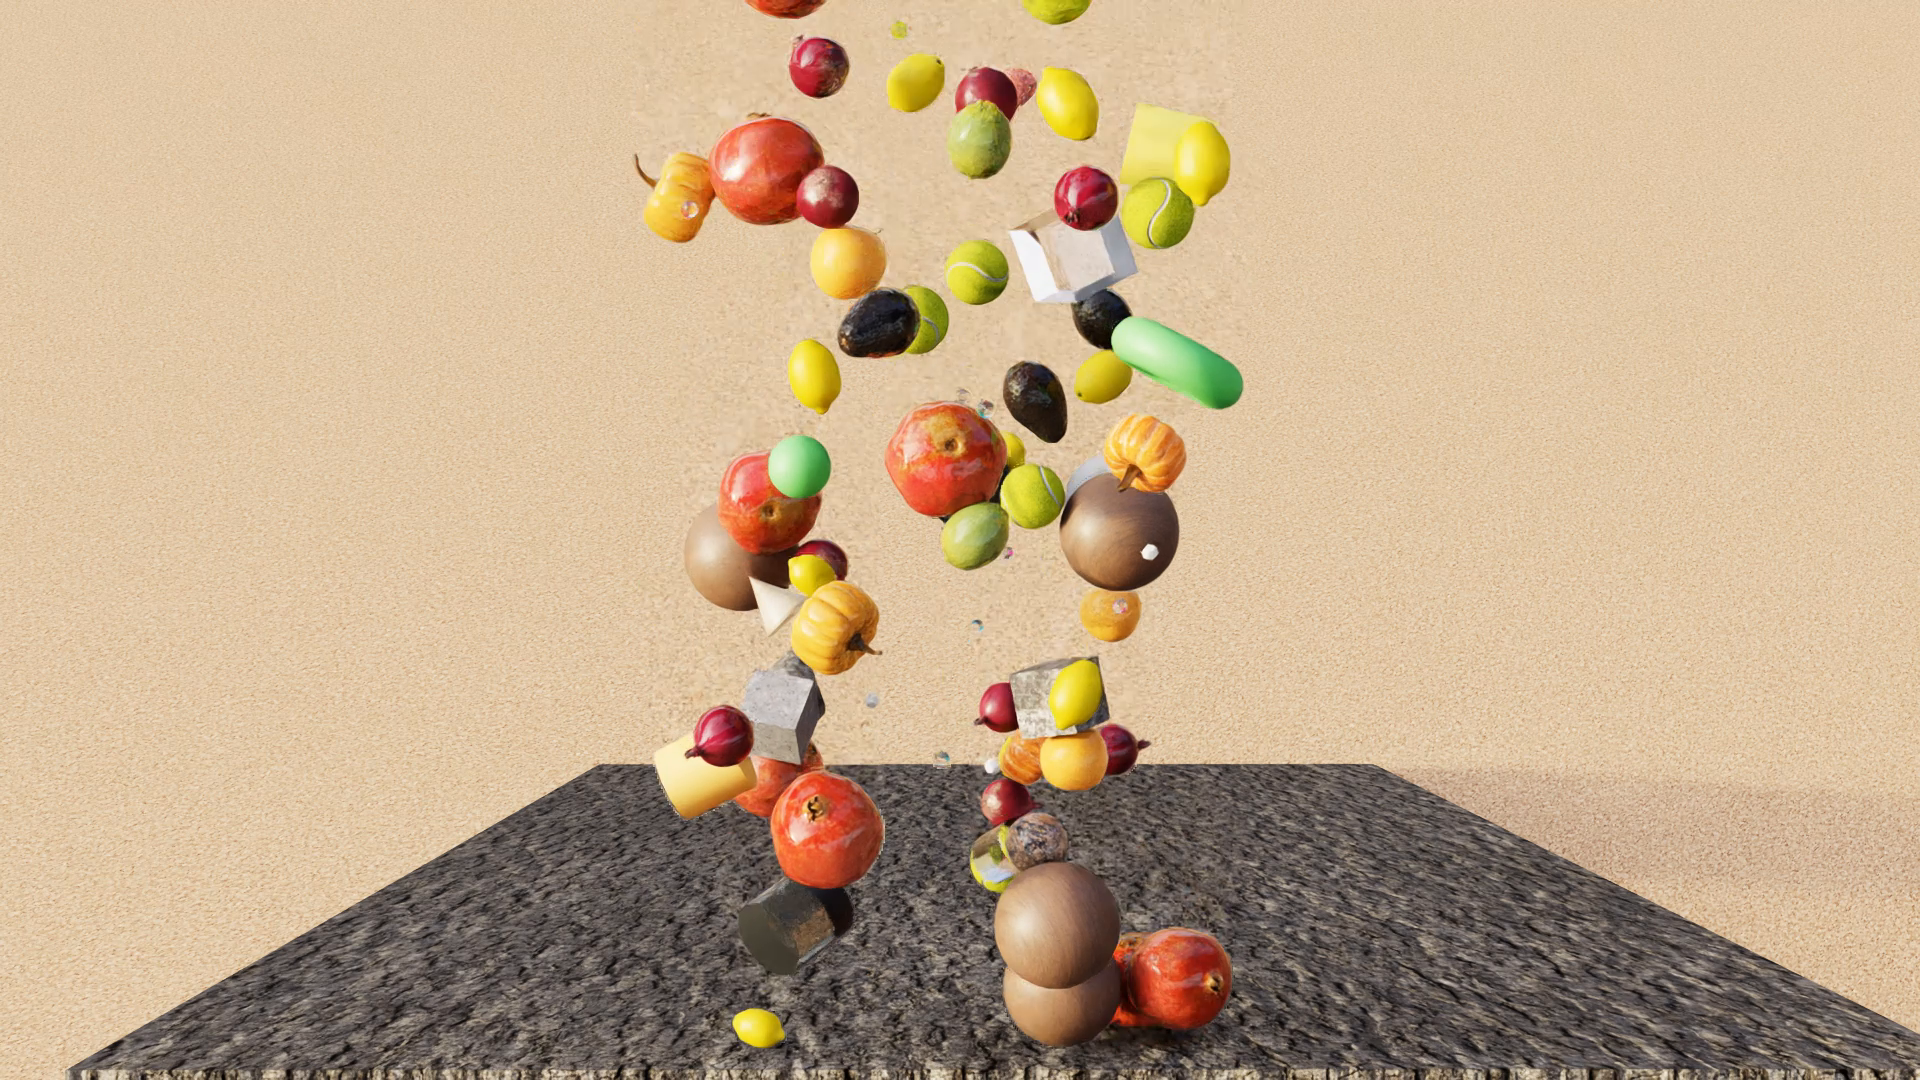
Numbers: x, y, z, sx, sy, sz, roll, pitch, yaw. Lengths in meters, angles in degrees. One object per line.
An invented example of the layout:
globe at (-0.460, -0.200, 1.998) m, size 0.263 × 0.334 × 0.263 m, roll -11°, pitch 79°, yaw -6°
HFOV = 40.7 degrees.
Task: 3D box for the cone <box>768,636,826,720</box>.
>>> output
cone at (-0.185, 0.144, 2.876) m, size 0.088 × 0.088 × 0.088 m, roll 5°, pitch 55°, yaw 8°

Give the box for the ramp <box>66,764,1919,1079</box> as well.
ramp at (0.069, 0.614, 4.690) m, size 2.000 × 0.100 × 4.000 m, roll 0°, pitch 0°, yaw 0°

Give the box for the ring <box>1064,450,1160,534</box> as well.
ring at (0.174, -0.055, 2.964) m, size 0.114 × 0.038 × 0.114 m, roll -14°, pitch 46°, yaw 14°

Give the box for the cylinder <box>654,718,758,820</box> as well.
cylinder at (-0.261, 0.235, 2.666) m, size 0.078 × 0.078 × 0.078 m, roll -26°, pitch 32°, yaw 5°

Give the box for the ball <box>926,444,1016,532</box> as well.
ball at (0.013, -0.058, 2.910) m, size 0.099 × 0.099 × 0.099 m, roll 0°, pitch 31°, yaw 0°

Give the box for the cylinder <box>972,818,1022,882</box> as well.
cylinder at (0.051, 0.331, 2.764) m, size 0.055 × 0.055 × 0.055 m, roll 16°, pitch 59°, yaw -28°

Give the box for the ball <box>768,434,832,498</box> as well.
ball at (-0.160, -0.073, 2.591) m, size 0.063 × 0.063 × 0.063 m, roll 0°, pitch 31°, yaw 0°

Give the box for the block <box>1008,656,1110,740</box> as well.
block at (0.105, 0.165, 2.719) m, size 0.069 × 0.069 × 0.069 m, roll -9°, pitch 4°, yaw 35°

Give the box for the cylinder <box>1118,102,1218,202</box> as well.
cylinder at (0.220, -0.410, 2.738) m, size 0.087 × 0.087 × 0.087 m, roll 14°, pitch 32°, yaw 1°

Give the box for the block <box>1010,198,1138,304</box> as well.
block at (0.118, -0.300, 2.688) m, size 0.082 × 0.082 × 0.082 m, roll -29°, pitch 18°, yaw -24°

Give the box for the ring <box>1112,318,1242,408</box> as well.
ring at (0.212, -0.174, 2.532) m, size 0.140 × 0.047 × 0.140 m, roll 28°, pitch 2°, yaw -1°

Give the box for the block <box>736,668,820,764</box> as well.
block at (-0.195, 0.190, 2.778) m, size 0.066 × 0.066 × 0.066 m, roll 11°, pitch 53°, yaw 12°

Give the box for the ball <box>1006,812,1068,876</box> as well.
ball at (0.080, 0.318, 2.710) m, size 0.066 × 0.066 × 0.066 m, roll 0°, pitch 31°, yaw 0°

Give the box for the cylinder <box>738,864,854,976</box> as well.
cylinder at (-0.181, 0.417, 2.852) m, size 0.090 × 0.090 × 0.090 m, roll 23°, pitch 39°, yaw 33°
